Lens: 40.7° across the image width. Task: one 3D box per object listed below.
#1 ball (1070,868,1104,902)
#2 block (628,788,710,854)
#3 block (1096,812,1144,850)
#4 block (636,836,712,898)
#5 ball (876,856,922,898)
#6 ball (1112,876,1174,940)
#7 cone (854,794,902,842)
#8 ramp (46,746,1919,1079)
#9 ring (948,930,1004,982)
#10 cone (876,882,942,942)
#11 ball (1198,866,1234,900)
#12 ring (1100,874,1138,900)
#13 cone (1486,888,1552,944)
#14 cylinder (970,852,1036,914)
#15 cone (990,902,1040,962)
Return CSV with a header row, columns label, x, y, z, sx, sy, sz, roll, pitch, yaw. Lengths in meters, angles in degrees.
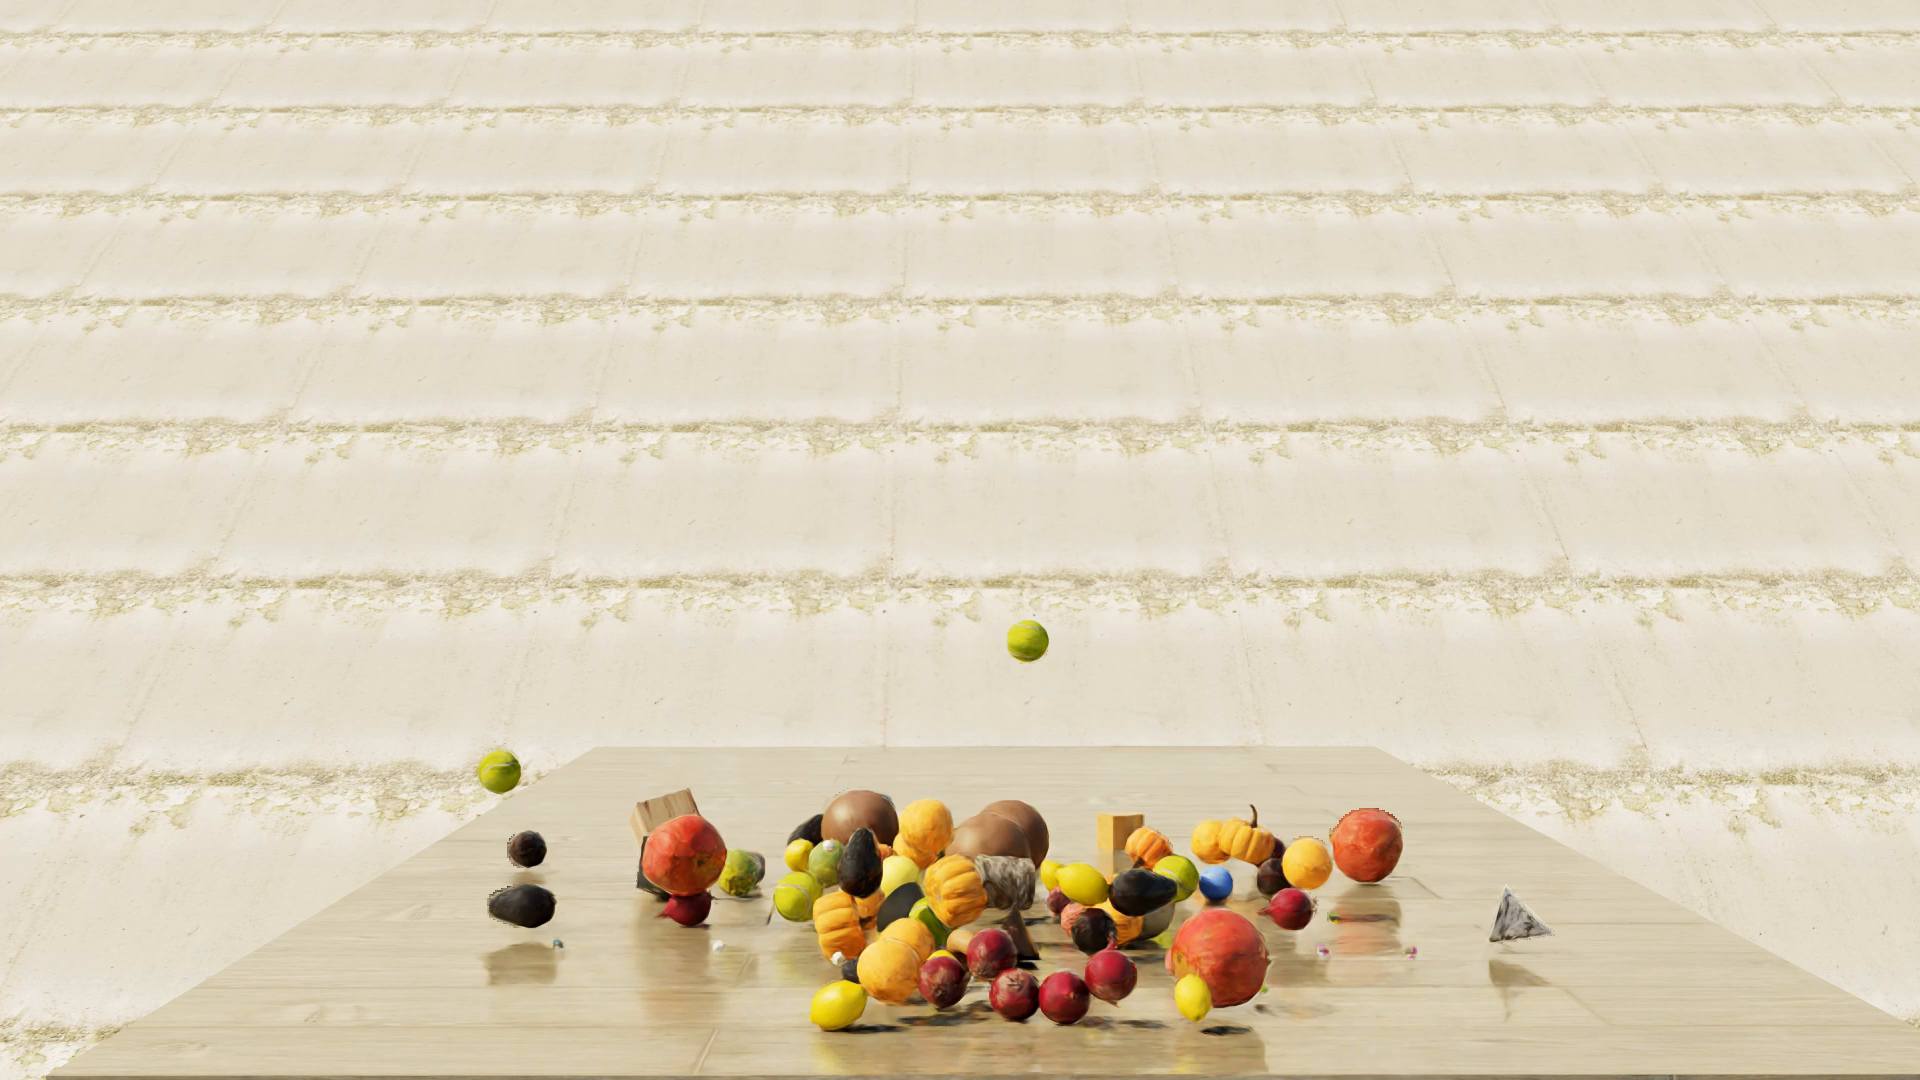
label,x,y,z,sx,sy,sz,roll,pitch,yaw
ball,0.189,0.515,3.862,0.052,0.052,0.052,0,29,0
block,-0.465,0.466,4.122,0.090,0.090,0.090,-14,66,-23
block,0.279,0.508,4.518,0.060,0.060,0.060,0,0,-26
block,-0.430,0.493,3.890,0.077,0.077,0.077,0,-17,21
ball,-0.091,0.496,3.788,0.067,0.067,0.067,0,29,0
ball,0.249,0.500,3.514,0.085,0.085,0.085,0,29,0
cone,-0.130,0.518,4.652,0.088,0.088,0.088,-19,38,-30
ramp,0.066,0.588,4.639,2.000,0.100,4.000,0,0,0
ring,0.018,0.500,3.105,0.080,0.080,0.027,24,60,36
cone,-0.053,0.522,3.500,0.085,0.085,0.085,-25,42,-37
ball,0.384,0.515,3.879,0.052,0.052,0.052,0,29,0
ring,0.252,0.526,3.913,0.091,0.030,0.091,1,0,0
cone,0.742,0.506,3.402,0.077,0.077,0.077,18,32,10
cylinder,0.061,0.485,3.660,0.074,0.074,0.074,11,27,-12
cone,0.069,0.498,3.312,0.072,0.072,0.072,3,74,1
